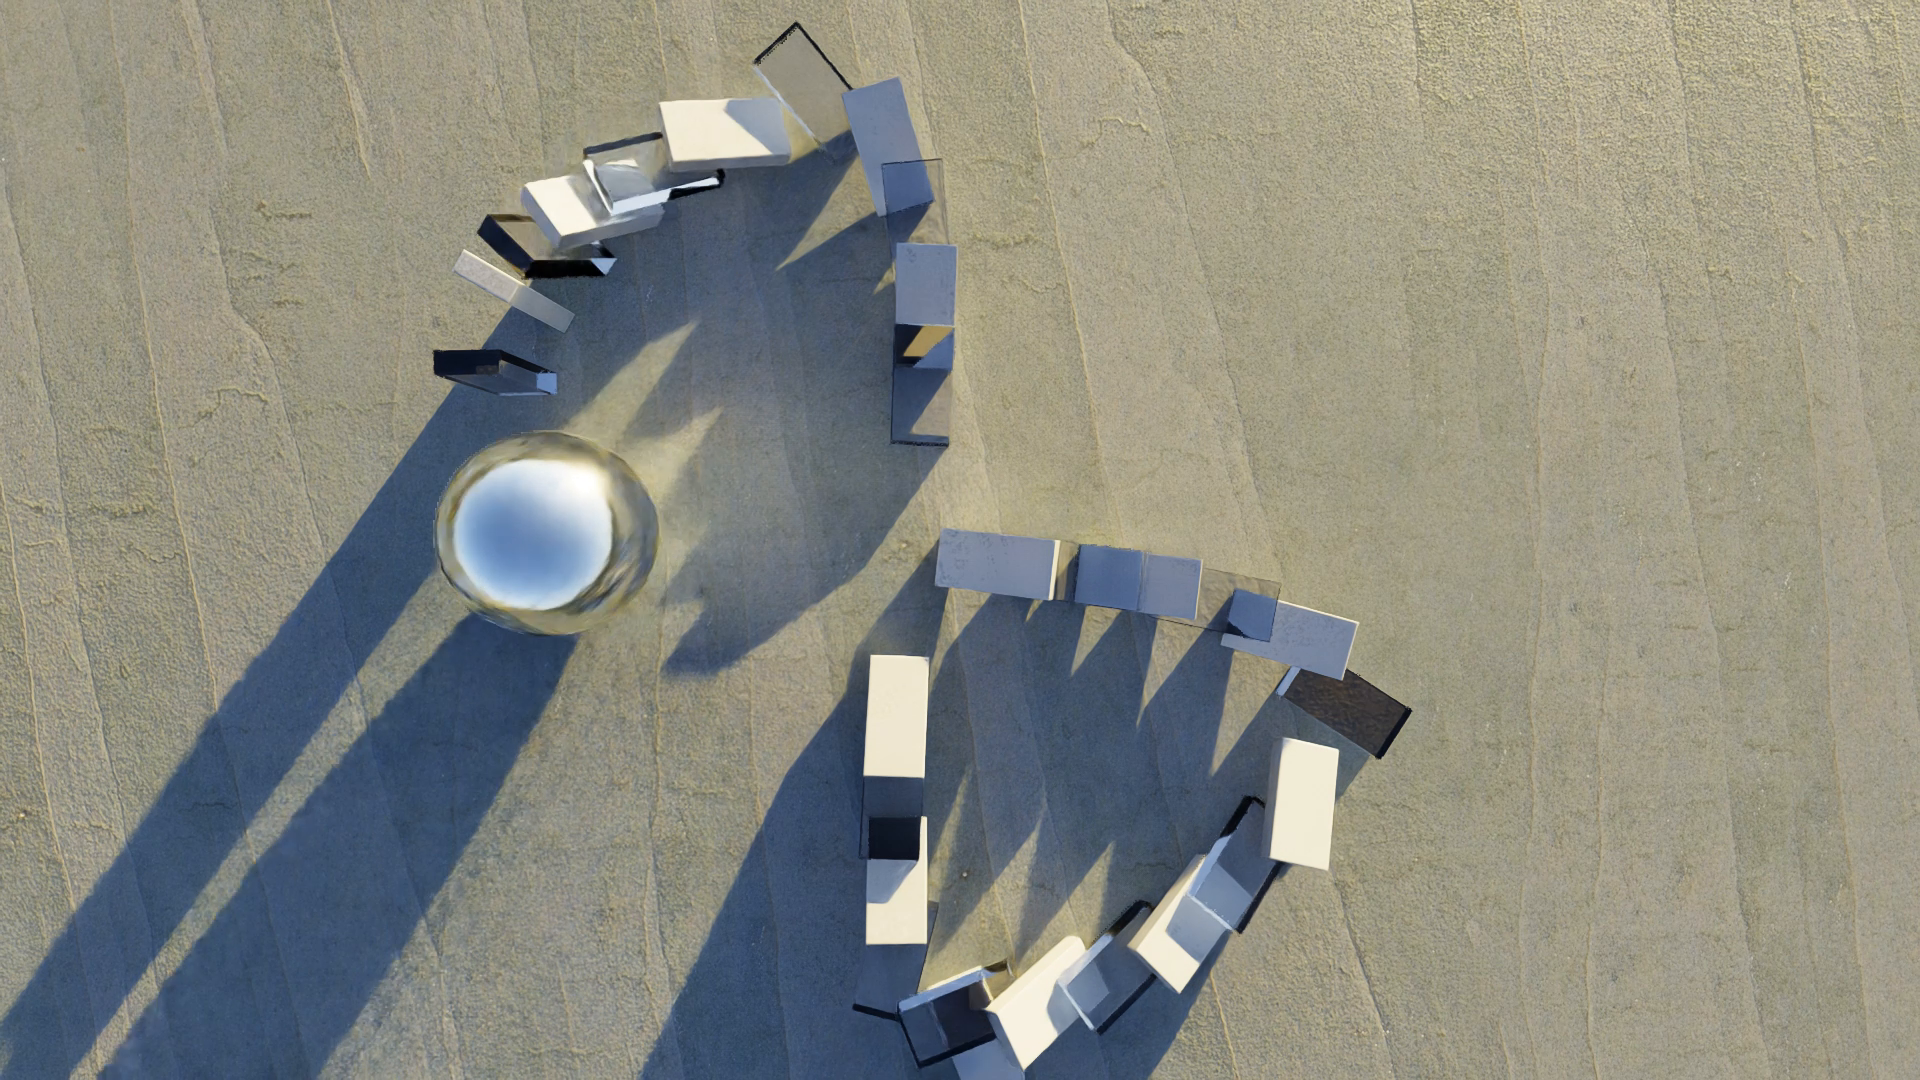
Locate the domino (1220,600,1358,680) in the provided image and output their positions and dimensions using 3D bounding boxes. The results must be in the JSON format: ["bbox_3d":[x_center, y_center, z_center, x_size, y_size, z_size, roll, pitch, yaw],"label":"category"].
[{"bbox_3d":[0.139,0.040,0.389,0.050,0.009,0.025,16,90,16],"label":"domino"}]

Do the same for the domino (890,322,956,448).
[{"bbox_3d":[-0.016,-0.066,0.388,0.025,0.010,0.050,3,107,0],"label":"domino"}]

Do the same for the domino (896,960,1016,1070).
[{"bbox_3d":[0.001,0.199,0.386,0.050,0.009,0.025,-22,90,0],"label":"domino"}]

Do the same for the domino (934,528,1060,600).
[{"bbox_3d":[0.016,0.010,0.388,0.050,0.009,0.025,7,90,17],"label":"domino"}]

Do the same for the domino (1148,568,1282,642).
[{"bbox_3d":[0.107,0.025,0.388,0.050,0.009,0.025,11,90,17],"label":"domino"}]

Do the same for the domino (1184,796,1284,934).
[{"bbox_3d":[0.120,0.137,0.388,0.025,0.010,0.050,39,73,0],"label":"domino"}]

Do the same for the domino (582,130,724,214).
[{"bbox_3d":[-0.128,-0.156,0.384,0.050,0.010,0.025,-28,90,-28],"label":"domino"}]

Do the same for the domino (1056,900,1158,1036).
[{"bbox_3d":[0.068,0.179,0.386,0.050,0.010,0.025,-34,90,-22],"label":"domino"}]

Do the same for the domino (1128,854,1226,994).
[{"bbox_3d":[0.097,0.161,0.387,0.025,0.010,0.050,45,71,0],"label":"domino"}]

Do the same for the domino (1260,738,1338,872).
[{"bbox_3d":[0.144,0.111,0.388,0.025,0.009,0.050,13,74,-3],"label":"domino"}]

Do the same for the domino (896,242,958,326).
[{"bbox_3d":[-0.014,-0.099,0.388,0.025,0.010,0.050,2,107,0],"label":"domino"}]

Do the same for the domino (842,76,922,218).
[{"bbox_3d":[-0.030,-0.166,0.388,0.025,0.010,0.050,-17,107,0],"label":"domino"}]

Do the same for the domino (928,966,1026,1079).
[{"bbox_3d":[0.007,0.214,0.395,0.025,0.010,0.050,-22,90,0],"label":"domino"}]

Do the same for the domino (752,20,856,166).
[{"bbox_3d":[-0.061,-0.189,0.389,0.025,0.009,0.050,-43,105,0],"label":"domino"}]

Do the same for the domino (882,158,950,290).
[{"bbox_3d":[-0.018,-0.133,0.388,0.025,0.010,0.050,-5,107,0],"label":"domino"}]

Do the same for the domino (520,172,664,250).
[{"bbox_3d":[-0.151,-0.138,0.380,0.050,0.009,0.025,-36,90,-42],"label":"domino"}]

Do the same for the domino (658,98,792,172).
[{"bbox_3d":[-0.099,-0.171,0.386,0.050,0.009,0.025,-13,90,-22],"label":"domino"}]

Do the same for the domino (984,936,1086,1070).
[{"bbox_3d":[0.036,0.192,0.382,0.050,0.009,0.025,-25,90,-35],"label":"domino"}]

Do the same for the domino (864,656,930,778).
[{"bbox_3d":[-0.027,0.075,0.388,0.025,0.010,0.050,2,74,0],"label":"domino"}]

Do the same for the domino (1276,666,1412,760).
[{"bbox_3d":[0.165,0.070,0.395,0.050,0.009,0.025,33,90,0],"label":"domino"}]

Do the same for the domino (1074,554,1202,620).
[{"bbox_3d":[0.076,0.018,0.388,0.050,0.009,0.025,7,90,17],"label":"domino"}]

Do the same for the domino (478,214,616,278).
[{"bbox_3d":[-0.168,-0.120,0.375,0.025,0.050,0.009,45,114,0],"label":"domino"}]

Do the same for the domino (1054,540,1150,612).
[{"bbox_3d":[0.052,0.014,0.385,0.050,0.009,0.025,7,90,26],"label":"domino"}]

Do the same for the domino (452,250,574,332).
[{"bbox_3d":[-0.181,-0.101,0.375,0.025,0.050,0.009,30,90,0],"label":"domino"}]

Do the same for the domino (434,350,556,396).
[{"bbox_3d":[-0.189,-0.068,0.375,0.025,0.050,0.010,-1,90,0],"label":"domino"}]

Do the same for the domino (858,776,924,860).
[{"bbox_3d":[-0.028,0.109,0.388,0.025,0.009,0.050,2,74,0],"label":"domino"}]

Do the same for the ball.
[{"bbox_3d":[-0.160,-0.002,0.360,0.080,0.080,0.080,0,90,0],"label":"ball"}]

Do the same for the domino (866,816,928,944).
[{"bbox_3d":[-0.027,0.144,0.388,0.025,0.010,0.050,-1,73,-1],"label":"domino"}]

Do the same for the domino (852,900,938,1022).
[{"bbox_3d":[-0.028,0.179,0.395,0.025,0.010,0.050,15,90,0],"label":"domino"}]
